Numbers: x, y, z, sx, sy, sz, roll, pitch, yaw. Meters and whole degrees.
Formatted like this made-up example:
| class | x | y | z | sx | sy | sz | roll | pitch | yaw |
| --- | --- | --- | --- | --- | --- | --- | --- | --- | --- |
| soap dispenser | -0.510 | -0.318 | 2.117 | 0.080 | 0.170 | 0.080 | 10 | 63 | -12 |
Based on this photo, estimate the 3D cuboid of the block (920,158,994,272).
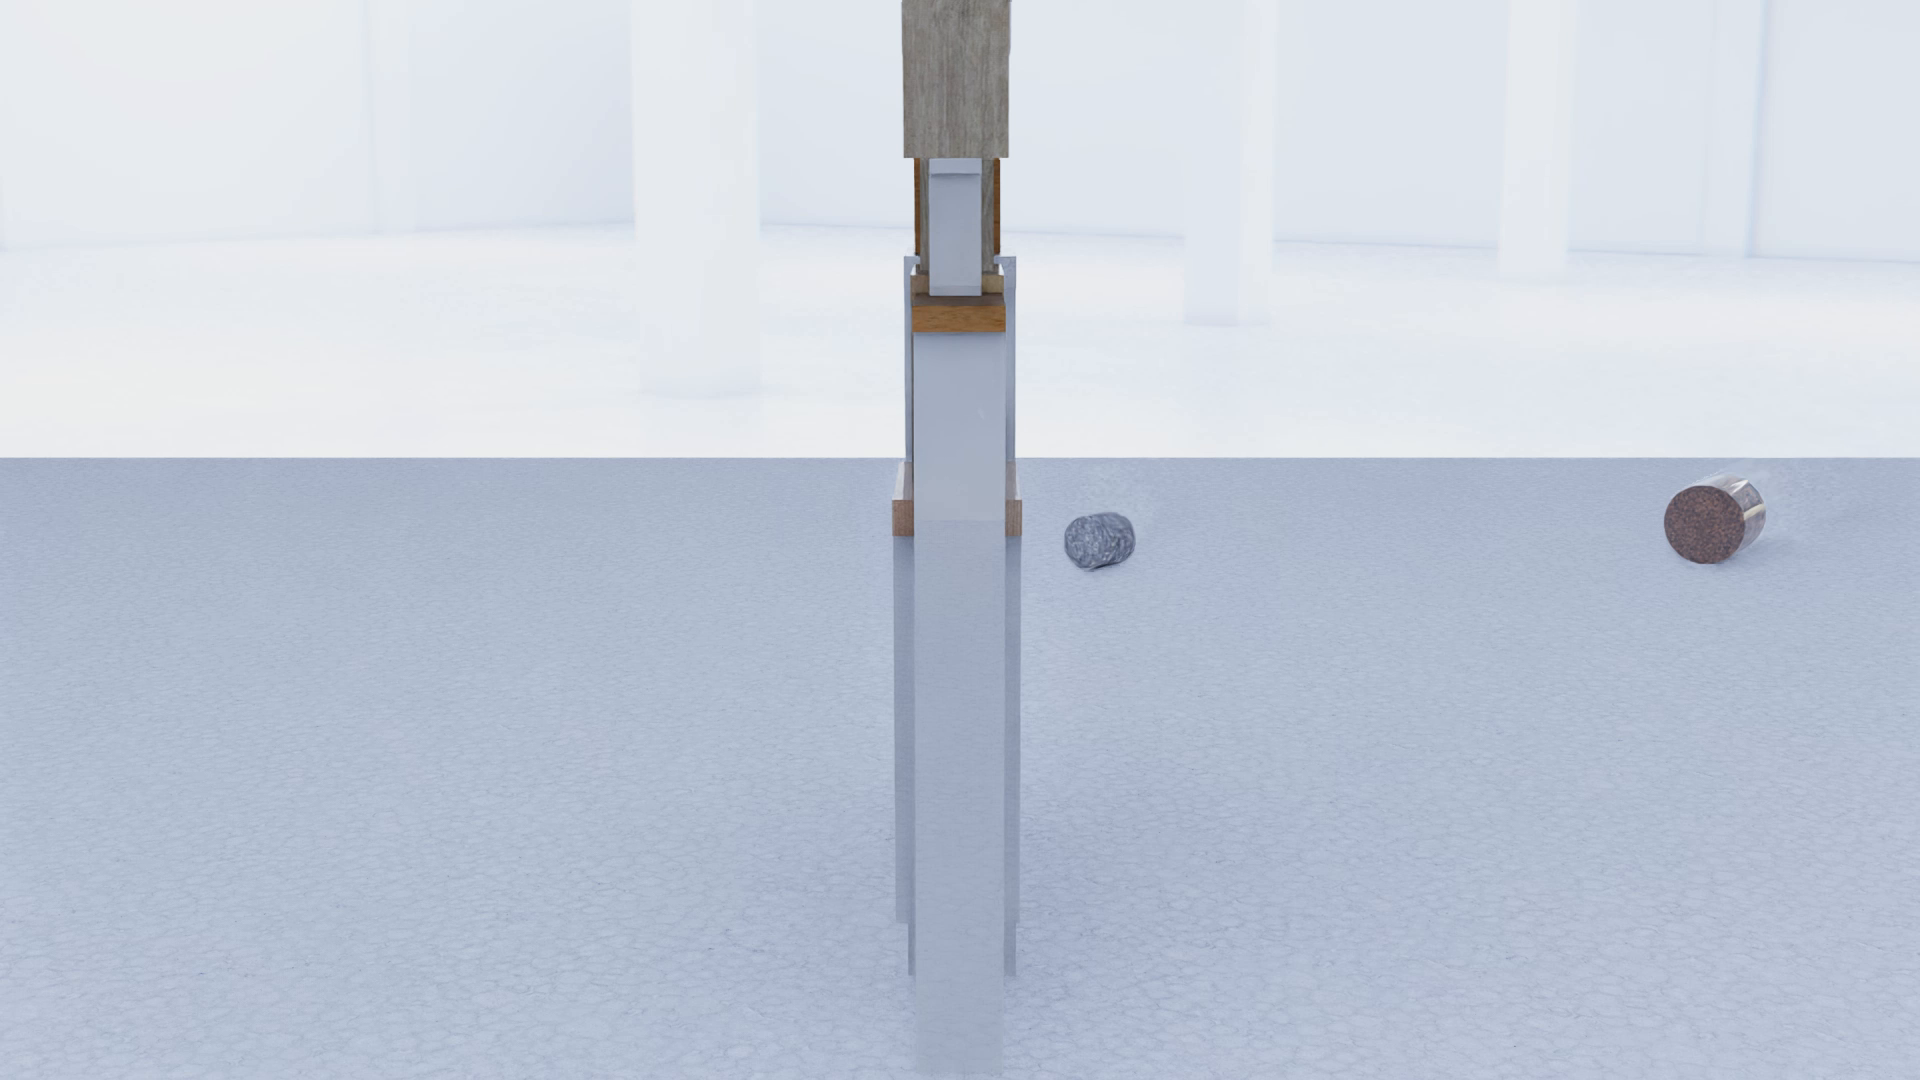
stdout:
| class | x | y | z | sx | sy | sz | roll | pitch | yaw |
| --- | --- | --- | --- | --- | --- | --- | --- | --- | --- |
| block | -0.004 | -0.480 | 3.073 | 0.103 | 0.205 | 0.029 | 0 | 10 | 0 |

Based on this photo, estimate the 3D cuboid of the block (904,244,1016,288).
| class | x | y | z | sx | sy | sz | roll | pitch | yaw |
| --- | --- | --- | --- | --- | --- | --- | --- | --- | --- |
| block | 0.000 | -0.449 | 3.598 | 0.176 | 0.050 | 0.352 | 0 | 11 | 0 |

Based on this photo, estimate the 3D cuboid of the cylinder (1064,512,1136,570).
| class | x | y | z | sx | sy | sz | roll | pitch | yaw |
| --- | --- | --- | --- | --- | --- | --- | --- | --- | --- |
| cylinder | 0.406 | 0.001 | 6.387 | 0.155 | 0.155 | 0.155 | 6 | 8 | 31 |

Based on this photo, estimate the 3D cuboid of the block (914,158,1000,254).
| class | x | y | z | sx | sy | sz | roll | pitch | yaw |
| --- | --- | --- | --- | --- | --- | --- | --- | --- | --- |
| block | -0.004 | -0.593 | 3.494 | 0.136 | 0.272 | 0.039 | 0 | 10 | 0 |

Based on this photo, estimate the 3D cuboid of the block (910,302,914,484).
| class | x | y | z | sx | sy | sz | roll | pitch | yaw |
| --- | --- | --- | --- | --- | --- | --- | --- | --- | --- |
| block | -0.004 | -0.208 | 3.064 | 0.127 | 0.255 | 0.036 | 0 | 10 | 0 |

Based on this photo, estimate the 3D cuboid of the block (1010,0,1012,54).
| class | x | y | z | sx | sy | sz | roll | pitch | yaw |
| --- | --- | --- | --- | --- | --- | --- | --- | --- | --- |
| block | -0.006 | -0.932 | 3.425 | 0.171 | 0.343 | 0.049 | 0 | 10 | 0 |

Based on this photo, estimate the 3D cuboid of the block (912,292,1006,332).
| class | x | y | z | sx | sy | sz | roll | pitch | yaw |
| --- | --- | --- | --- | --- | --- | --- | --- | --- | --- |
| block | -0.001 | -0.299 | 2.879 | 0.117 | 0.033 | 0.234 | 0 | 10 | 0 |

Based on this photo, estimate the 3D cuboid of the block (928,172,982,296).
| class | x | y | z | sx | sy | sz | roll | pitch | yaw |
| --- | --- | --- | --- | --- | --- | --- | --- | --- | --- |
| block | -0.006 | -0.407 | 2.930 | 0.069 | 0.161 | 0.020 | 0 | 10 | 0 |

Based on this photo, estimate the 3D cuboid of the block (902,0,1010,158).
| class | x | y | z | sx | sy | sz | roll | pitch | yaw |
| --- | --- | --- | --- | --- | --- | --- | --- | --- | --- |
| block | -0.006 | -0.683 | 2.892 | 0.139 | 0.356 | 0.040 | 0 | 10 | -1 |

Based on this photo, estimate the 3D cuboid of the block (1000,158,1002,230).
| class | x | y | z | sx | sy | sz | roll | pitch | yaw |
| --- | --- | --- | --- | --- | --- | --- | --- | --- | --- |
| block | -0.003 | -0.594 | 3.779 | 0.147 | 0.323 | 0.042 | 0 | 11 | 0 |

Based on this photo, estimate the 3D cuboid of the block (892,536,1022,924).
| class | x | y | z | sx | sy | sz | roll | pitch | yaw |
| --- | --- | --- | --- | --- | --- | --- | --- | --- | --- |
| block | -0.003 | 0.258 | 3.047 | 0.174 | 0.556 | 0.049 | 0 | 11 | 0 |

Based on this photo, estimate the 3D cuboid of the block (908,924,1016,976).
| class | x | y | z | sx | sy | sz | roll | pitch | yaw |
| --- | --- | --- | --- | --- | --- | --- | --- | --- | --- |
| block | 0.003 | 0.492 | 3.305 | 0.162 | 0.325 | 0.046 | 0 | 11 | 0 |

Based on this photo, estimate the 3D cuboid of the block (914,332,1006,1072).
| class | x | y | z | sx | sy | sz | roll | pitch | yaw |
| --- | --- | --- | --- | --- | --- | --- | --- | --- | --- |
| block | 0.000 | 0.224 | 2.897 | 0.117 | 1.002 | 0.033 | 0 | 10 | 0 |

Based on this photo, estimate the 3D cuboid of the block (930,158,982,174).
| class | x | y | z | sx | sy | sz | roll | pitch | yaw |
| --- | --- | --- | --- | --- | --- | --- | --- | --- | --- |
| block | -0.007 | -0.505 | 2.960 | 0.069 | 0.020 | 0.138 | 0 | 10 | 0 |

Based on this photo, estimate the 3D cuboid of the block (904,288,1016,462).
| class | x | y | z | sx | sy | sz | roll | pitch | yaw |
| --- | --- | --- | --- | --- | --- | --- | --- | --- | --- |
| block | 0.000 | -0.230 | 3.520 | 0.176 | 0.352 | 0.050 | 0 | 10 | 0 |

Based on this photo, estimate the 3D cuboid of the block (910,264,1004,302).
| class | x | y | z | sx | sy | sz | roll | pitch | yaw |
| --- | --- | --- | --- | --- | --- | --- | --- | --- | --- |
| block | -0.004 | -0.366 | 3.121 | 0.127 | 0.036 | 0.255 | 0 | 10 | 0 |

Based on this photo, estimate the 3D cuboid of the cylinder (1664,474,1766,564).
| class | x | y | z | sx | sy | sz | roll | pitch | yaw |
| --- | --- | --- | --- | --- | --- | --- | --- | --- | --- |
| cylinder | 2.246 | -0.063 | 6.542 | 0.235 | 0.235 | 0.235 | 7 | 13 | 33 |

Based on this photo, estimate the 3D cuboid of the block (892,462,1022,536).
| class | x | y | z | sx | sy | sz | roll | pitch | yaw |
| --- | --- | --- | --- | --- | --- | --- | --- | --- | --- |
| block | -0.003 | -0.061 | 3.106 | 0.174 | 0.049 | 0.347 | 0 | 10 | 0 |
